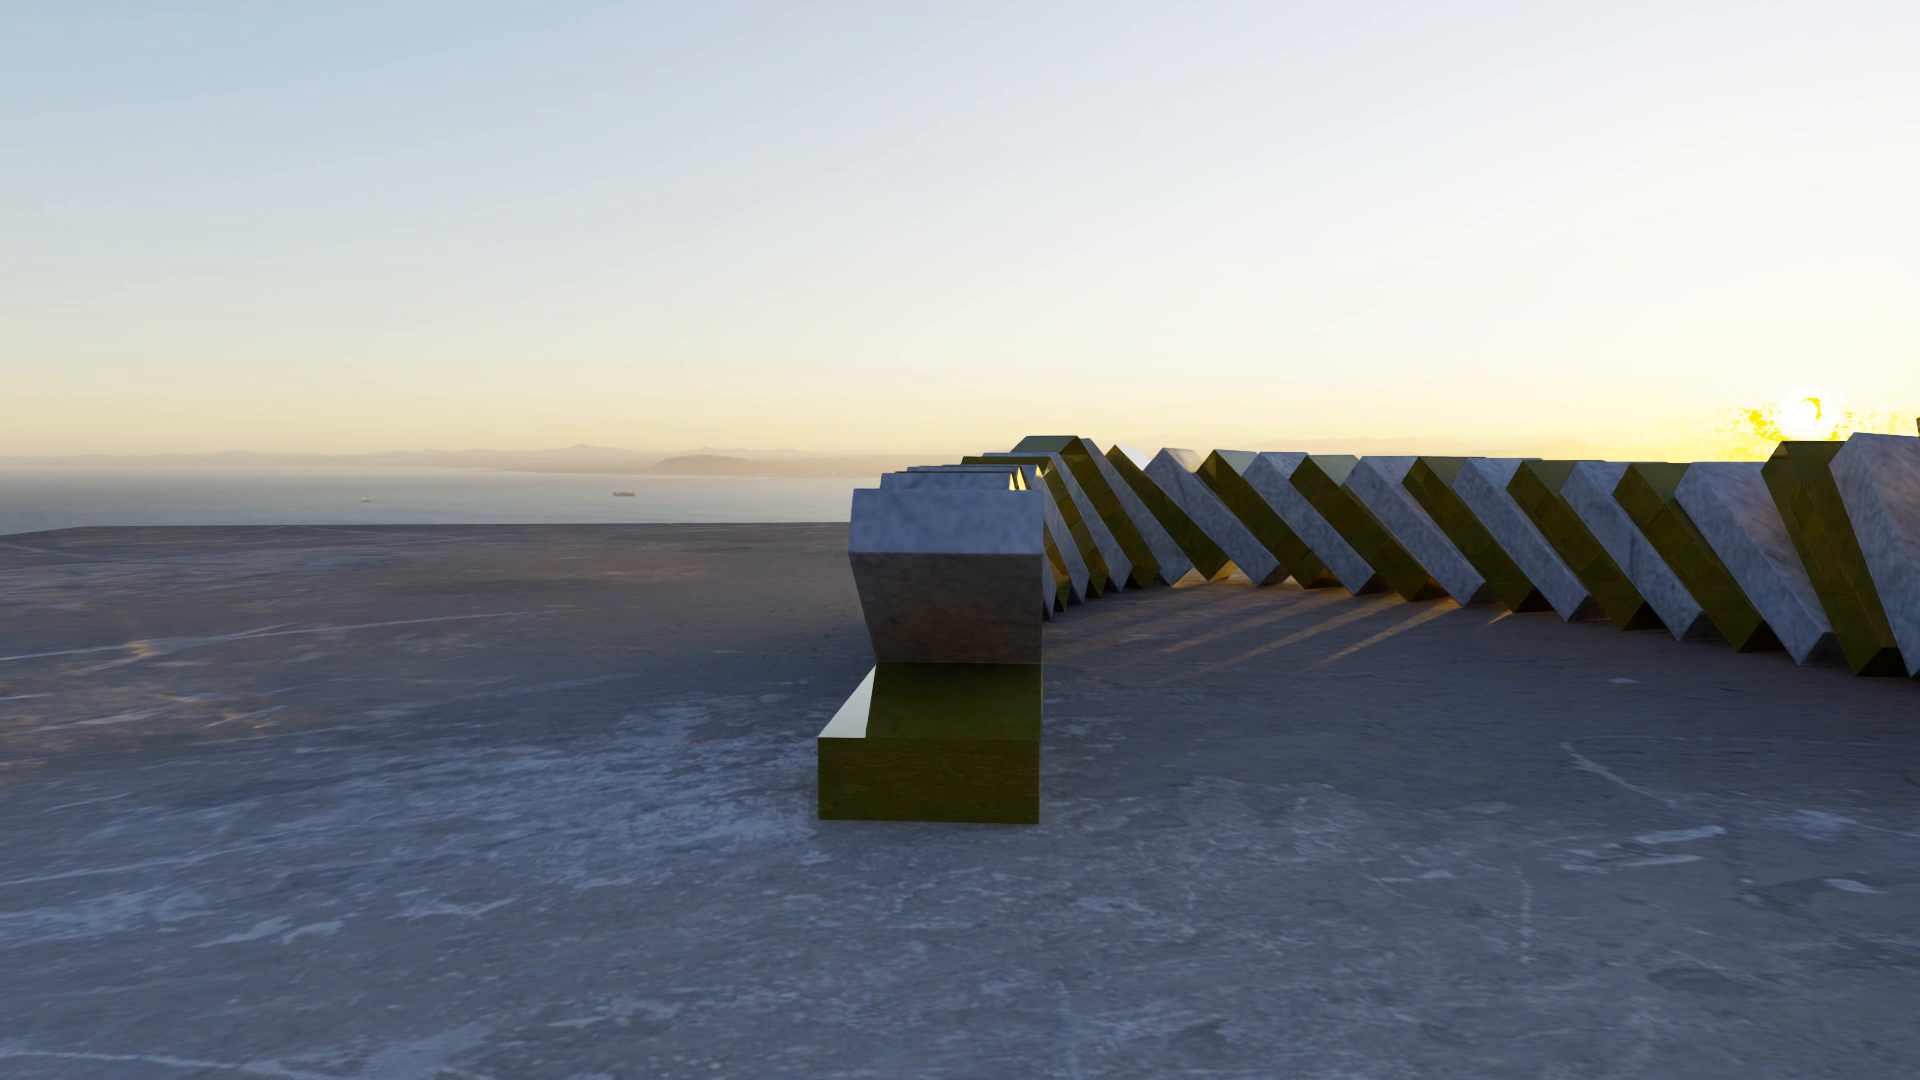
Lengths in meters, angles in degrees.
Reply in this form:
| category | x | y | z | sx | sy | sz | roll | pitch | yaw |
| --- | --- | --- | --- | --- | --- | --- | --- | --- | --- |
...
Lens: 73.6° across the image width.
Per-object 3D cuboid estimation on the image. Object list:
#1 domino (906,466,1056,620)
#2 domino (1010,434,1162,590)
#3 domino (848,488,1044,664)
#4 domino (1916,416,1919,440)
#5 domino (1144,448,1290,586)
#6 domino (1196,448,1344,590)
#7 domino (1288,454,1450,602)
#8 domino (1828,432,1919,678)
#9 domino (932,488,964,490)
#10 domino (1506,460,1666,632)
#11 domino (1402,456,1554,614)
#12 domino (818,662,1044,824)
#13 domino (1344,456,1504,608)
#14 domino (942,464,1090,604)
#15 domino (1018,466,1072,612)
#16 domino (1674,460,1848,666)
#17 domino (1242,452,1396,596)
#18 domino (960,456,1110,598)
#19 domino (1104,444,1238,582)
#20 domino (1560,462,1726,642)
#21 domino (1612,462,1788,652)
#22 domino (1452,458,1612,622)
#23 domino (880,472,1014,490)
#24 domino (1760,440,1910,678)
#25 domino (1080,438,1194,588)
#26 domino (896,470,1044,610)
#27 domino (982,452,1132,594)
| category | x | y | z | sx | sy | sz | roll | pitch | yaw |
| --- | --- | --- | --- | --- | --- | --- | --- | --- | --- |
| domino | 0.005 | 0.002 | 0.295 | 0.025 | 0.010 | 0.050 | 1 | -32 | 16 |
| domino | 0.036 | -0.008 | 0.377 | 0.010 | 0.050 | 0.025 | -45 | 24 | -21 |
| domino | 0.000 | 0.010 | 0.188 | 0.025 | 0.009 | 0.050 | 1 | -29 | 4 |
| domino | 0.179 | 0.001 | 0.213 | 0.025 | 0.050 | 0.009 | 1 | -16 | 7 |
| domino | 0.081 | -0.008 | 0.392 | 0.050 | 0.010 | 0.025 | 48 | 24 | 21 |
| domino | 0.096 | -0.007 | 0.385 | 0.025 | 0.010 | 0.050 | -2 | 45 | -48 |
| domino | 0.119 | -0.004 | 0.362 | 0.025 | 0.010 | 0.050 | -4 | 46 | -42 |
| domino | 0.180 | 0.003 | 0.233 | 0.025 | 0.050 | 0.009 | 5 | -38 | 6 |
| domino | 0.000 | 0.007 | 0.244 | 0.025 | 0.009 | 0.050 | 1 | -28 | 9 |
| domino | 0.157 | 0.000 | 0.310 | 0.025 | 0.010 | 0.050 | -1 | 43 | -17 |
| domino | 0.142 | -0.002 | 0.339 | 0.025 | 0.010 | 0.050 | -1 | 44 | -26 |
| domino | -0.002 | 0.025 | 0.169 | 0.025 | 0.010 | 0.050 | 0 | 4 | 4 |
| domino | 0.131 | -0.003 | 0.351 | 0.025 | 0.010 | 0.050 | -3 | 45 | -34 |
| domino | 0.014 | -0.001 | 0.327 | 0.025 | 0.010 | 0.050 | 2 | -32 | 24 |
| domino | 0.009 | 0.000 | 0.312 | 0.025 | 0.009 | 0.050 | 2 | -32 | 22 |
| domino | 0.172 | 0.003 | 0.263 | 0.025 | 0.010 | 0.050 | 0 | 43 | -6 |
| domino | 0.108 | -0.006 | 0.374 | 0.025 | 0.009 | 0.050 | -3 | 46 | -43 |
| domino | 0.020 | -0.003 | 0.343 | 0.025 | 0.009 | 0.050 | 2 | -35 | 29 |
| domino | 0.066 | -0.009 | 0.399 | 0.050 | 0.009 | 0.025 | 47 | 18 | 17 |
| domino | 0.163 | 0.001 | 0.294 | 0.025 | 0.010 | 0.050 | -1 | 43 | -13 |
| domino | 0.168 | 0.003 | 0.279 | 0.025 | 0.009 | 0.050 | -1 | 42 | -10 |
| domino | 0.150 | -0.001 | 0.325 | 0.025 | 0.010 | 0.050 | -2 | 44 | -22 |
| domino | 0.001 | 0.004 | 0.262 | 0.025 | 0.009 | 0.050 | 1 | -31 | 11 |
| domino | 0.177 | 0.003 | 0.245 | 0.025 | 0.050 | 0.009 | 1 | -39 | 3 |
| domino | 0.048 | -0.009 | 0.390 | 0.009 | 0.050 | 0.025 | -41 | 10 | -5 |
| domino | 0.003 | 0.003 | 0.278 | 0.025 | 0.010 | 0.050 | 1 | -31 | 12 |
| domino | 0.026 | -0.004 | 0.359 | 0.025 | 0.009 | 0.050 | 3 | -36 | 39 |
